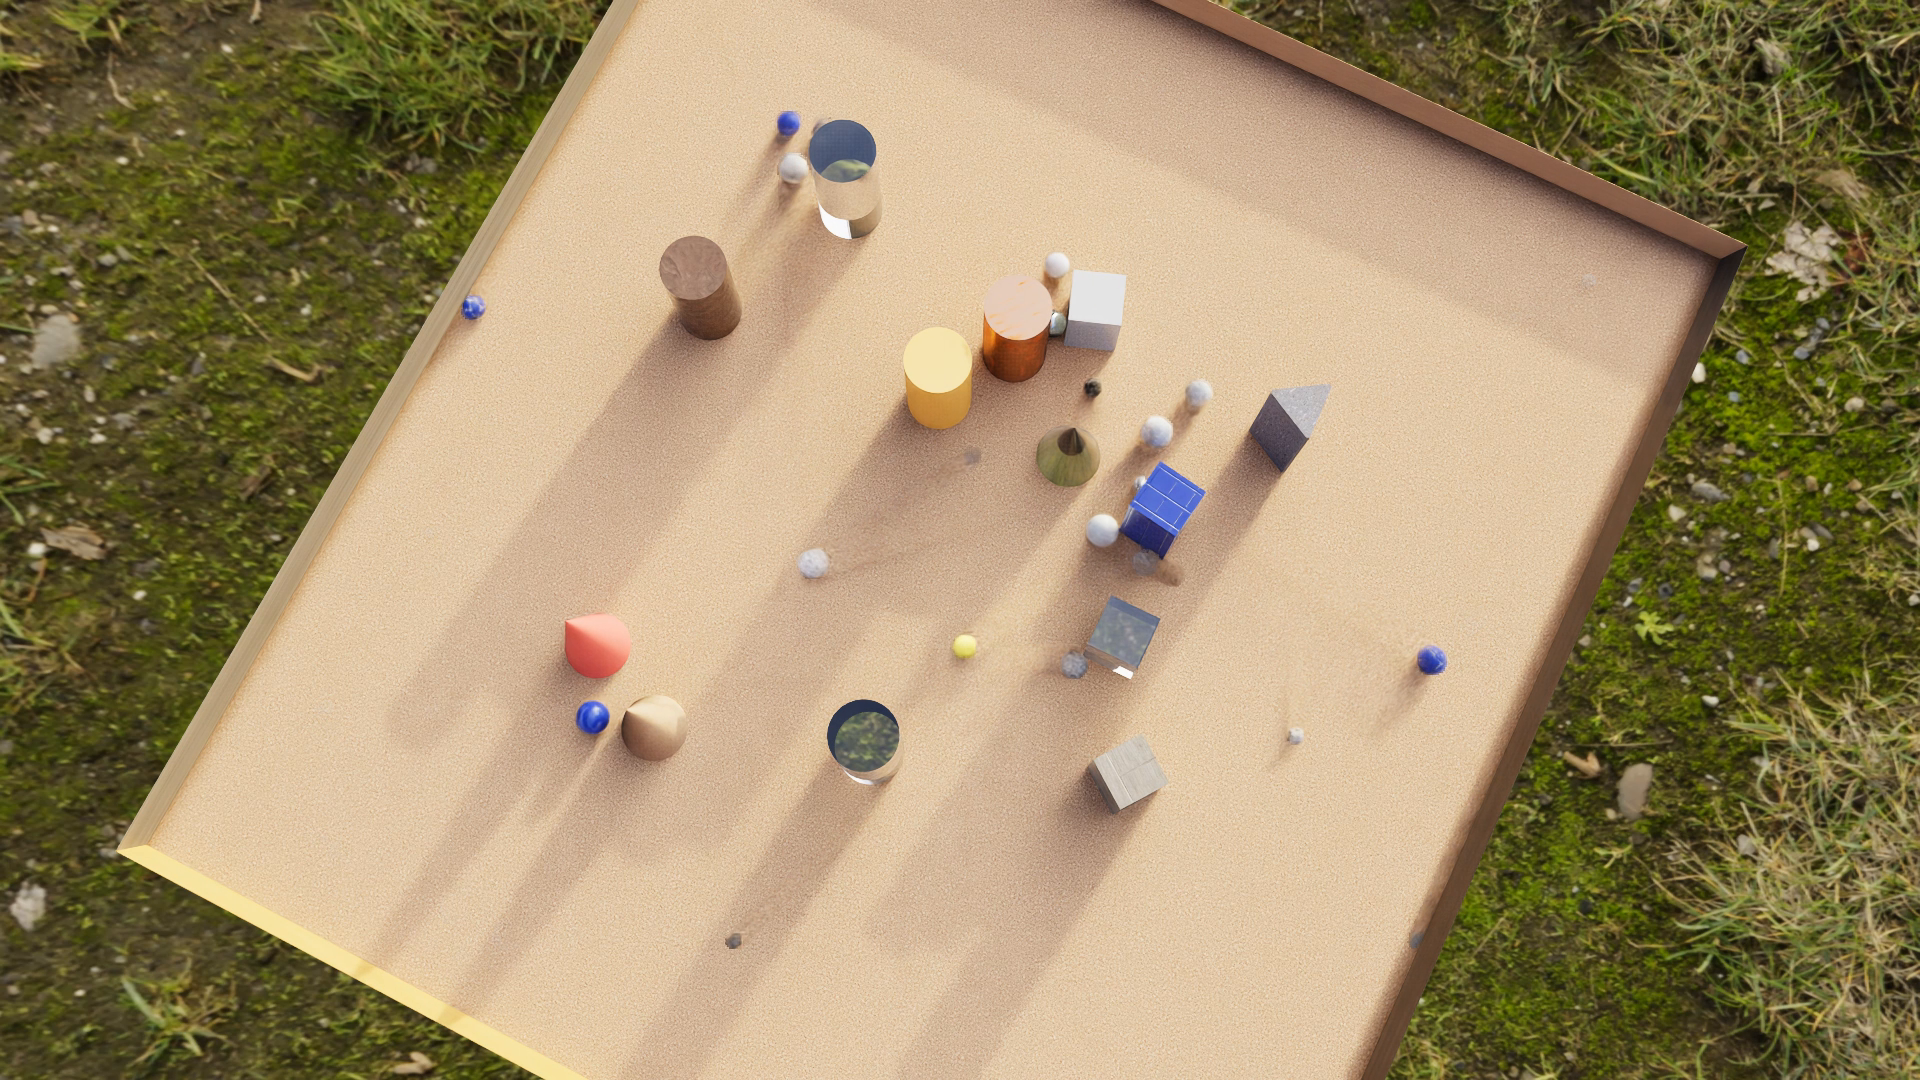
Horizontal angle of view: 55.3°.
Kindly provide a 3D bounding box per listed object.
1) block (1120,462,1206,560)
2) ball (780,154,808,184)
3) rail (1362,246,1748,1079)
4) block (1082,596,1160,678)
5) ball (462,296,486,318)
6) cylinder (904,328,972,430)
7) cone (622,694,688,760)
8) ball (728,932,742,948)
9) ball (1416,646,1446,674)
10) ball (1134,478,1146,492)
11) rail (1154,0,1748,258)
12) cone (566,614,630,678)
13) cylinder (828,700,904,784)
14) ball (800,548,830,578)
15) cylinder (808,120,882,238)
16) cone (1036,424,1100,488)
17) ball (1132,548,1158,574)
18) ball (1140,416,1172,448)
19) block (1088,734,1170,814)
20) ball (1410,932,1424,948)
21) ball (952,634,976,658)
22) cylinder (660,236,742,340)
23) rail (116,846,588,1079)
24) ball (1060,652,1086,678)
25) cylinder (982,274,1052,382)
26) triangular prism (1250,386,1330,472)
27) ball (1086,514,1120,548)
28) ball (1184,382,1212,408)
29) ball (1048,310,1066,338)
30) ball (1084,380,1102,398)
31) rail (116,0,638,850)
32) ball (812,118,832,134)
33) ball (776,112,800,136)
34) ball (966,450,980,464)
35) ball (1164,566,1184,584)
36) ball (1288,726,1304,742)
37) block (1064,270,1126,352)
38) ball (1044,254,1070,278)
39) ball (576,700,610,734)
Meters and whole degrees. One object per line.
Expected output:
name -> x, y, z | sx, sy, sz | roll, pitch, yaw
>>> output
block -> 0.598, -0.083, 5.451 | 0.160, 0.358, 0.160 | 35, 80, 7
ball -> -0.526, -1.175, 5.813 | 0.091, 0.091, 0.091 | 0, 78, 0
rail -> 1.563, 0.772, 5.390 | 0.045, 0.130, 3.840 | 26, 80, 5
block -> 0.477, 0.290, 5.431 | 0.160, 0.246, 0.160 | 25, 79, 5
ball -> -1.519, -0.729, 5.730 | 0.073, 0.073, 0.073 | 0, 78, 0
cylinder -> -0.065, -0.482, 5.513 | 0.200, 0.399, 0.200 | 0, 78, 0
cone -> -0.917, 0.515, 5.264 | 0.200, 0.481, 0.200 | 0, 78, 0
ball -> -0.657, 1.169, 5.353 | 0.042, 0.042, 0.042 | 0, 78, 0
ball -> 1.415, 0.358, 5.499 | 0.085, 0.085, 0.085 | 0, 78, 0
ball -> 0.556, -0.169, 5.627 | 0.048, 0.048, 0.048 | 0, 78, 0
rail -> 0.848, -1.654, 5.892 | 3.542, 0.130, 0.045 | 26, 80, 5
cone -> -1.096, 0.272, 5.320 | 0.200, 0.470, 0.200 | 0, 78, 0
cylinder -> -0.265, 0.584, 5.253 | 0.200, 0.475, 0.200 | 0, 78, 0
ball -> -0.441, 0.070, 5.557 | 0.089, 0.089, 0.089 | 0, 78, 0
cylinder -> -0.345, -1.099, 5.614 | 0.200, 0.451, 0.200 | 0, 78, 0
cone -> 0.336, -0.294, 5.507 | 0.200, 0.334, 0.200 | 0, 78, 0
ball -> 0.563, 0.066, 5.564 | 0.077, 0.077, 0.077 | 0, 78, 0
ball -> 0.605, -0.330, 5.636 | 0.096, 0.096, 0.096 | 0, 78, 0
block -> 0.486, 0.684, 5.336 | 0.160, 0.272, 0.160 | -28, 80, -5
ball -> 1.338, 1.170, 5.351 | 0.046, 0.046, 0.046 | 0, 78, 0
ball -> 0.014, 0.320, 5.514 | 0.071, 0.071, 0.071 | 0, 78, 0
cylinder -> -0.785, -0.762, 5.578 | 0.200, 0.384, 0.200 | 0, 78, 0
rail -> -0.848, 1.668, 5.204 | 3.542, 0.130, 0.045 | 26, 80, 5
ball -> 0.340, 0.373, 5.499 | 0.079, 0.079, 0.079 | 0, 78, 0
cylinder -> 0.169, -0.632, 5.528 | 0.200, 0.430, 0.200 | 0, 78, 0
triangular prism -> 1.008, -0.361, 5.478 | 0.150, 0.418, 0.173 | -35, 80, -7
ball -> 0.434, -0.028, 5.571 | 0.100, 0.100, 0.100 | 0, 78, 0
ball -> 0.736, -0.451, 5.668 | 0.081, 0.081, 0.081 | 0, 78, 0
ball -> 0.288, -0.675, 5.712 | 0.087, 0.087, 0.087 | 0, 78, 0
ball -> 0.414, -0.470, 5.686 | 0.055, 0.055, 0.055 | 0, 78, 0
rail -> -1.563, -0.758, 5.706 | 0.045, 0.130, 3.840 | 26, 80, 5
ball -> -0.435, -1.308, 5.850 | 0.075, 0.075, 0.075 | 0, 78, 0
ball -> -0.547, -1.328, 5.853 | 0.075, 0.075, 0.075 | 0, 78, 0
ball -> 0.039, -0.258, 5.647 | 0.045, 0.045, 0.045 | 0, 78, 0
ball -> 0.649, 0.106, 5.565 | 0.059, 0.059, 0.059 | 0, 78, 0
ball -> 1.004, 0.582, 5.472 | 0.048, 0.048, 0.048 | 0, 78, 0
block -> 0.413, -0.703, 5.633 | 0.160, 0.253, 0.160 | 6, 78, 1
ball -> 0.305, -0.860, 5.754 | 0.079, 0.079, 0.079 | 0, 78, 0
ball -> -1.092, 0.528, 5.456 | 0.100, 0.100, 0.100 | 0, 78, 0
